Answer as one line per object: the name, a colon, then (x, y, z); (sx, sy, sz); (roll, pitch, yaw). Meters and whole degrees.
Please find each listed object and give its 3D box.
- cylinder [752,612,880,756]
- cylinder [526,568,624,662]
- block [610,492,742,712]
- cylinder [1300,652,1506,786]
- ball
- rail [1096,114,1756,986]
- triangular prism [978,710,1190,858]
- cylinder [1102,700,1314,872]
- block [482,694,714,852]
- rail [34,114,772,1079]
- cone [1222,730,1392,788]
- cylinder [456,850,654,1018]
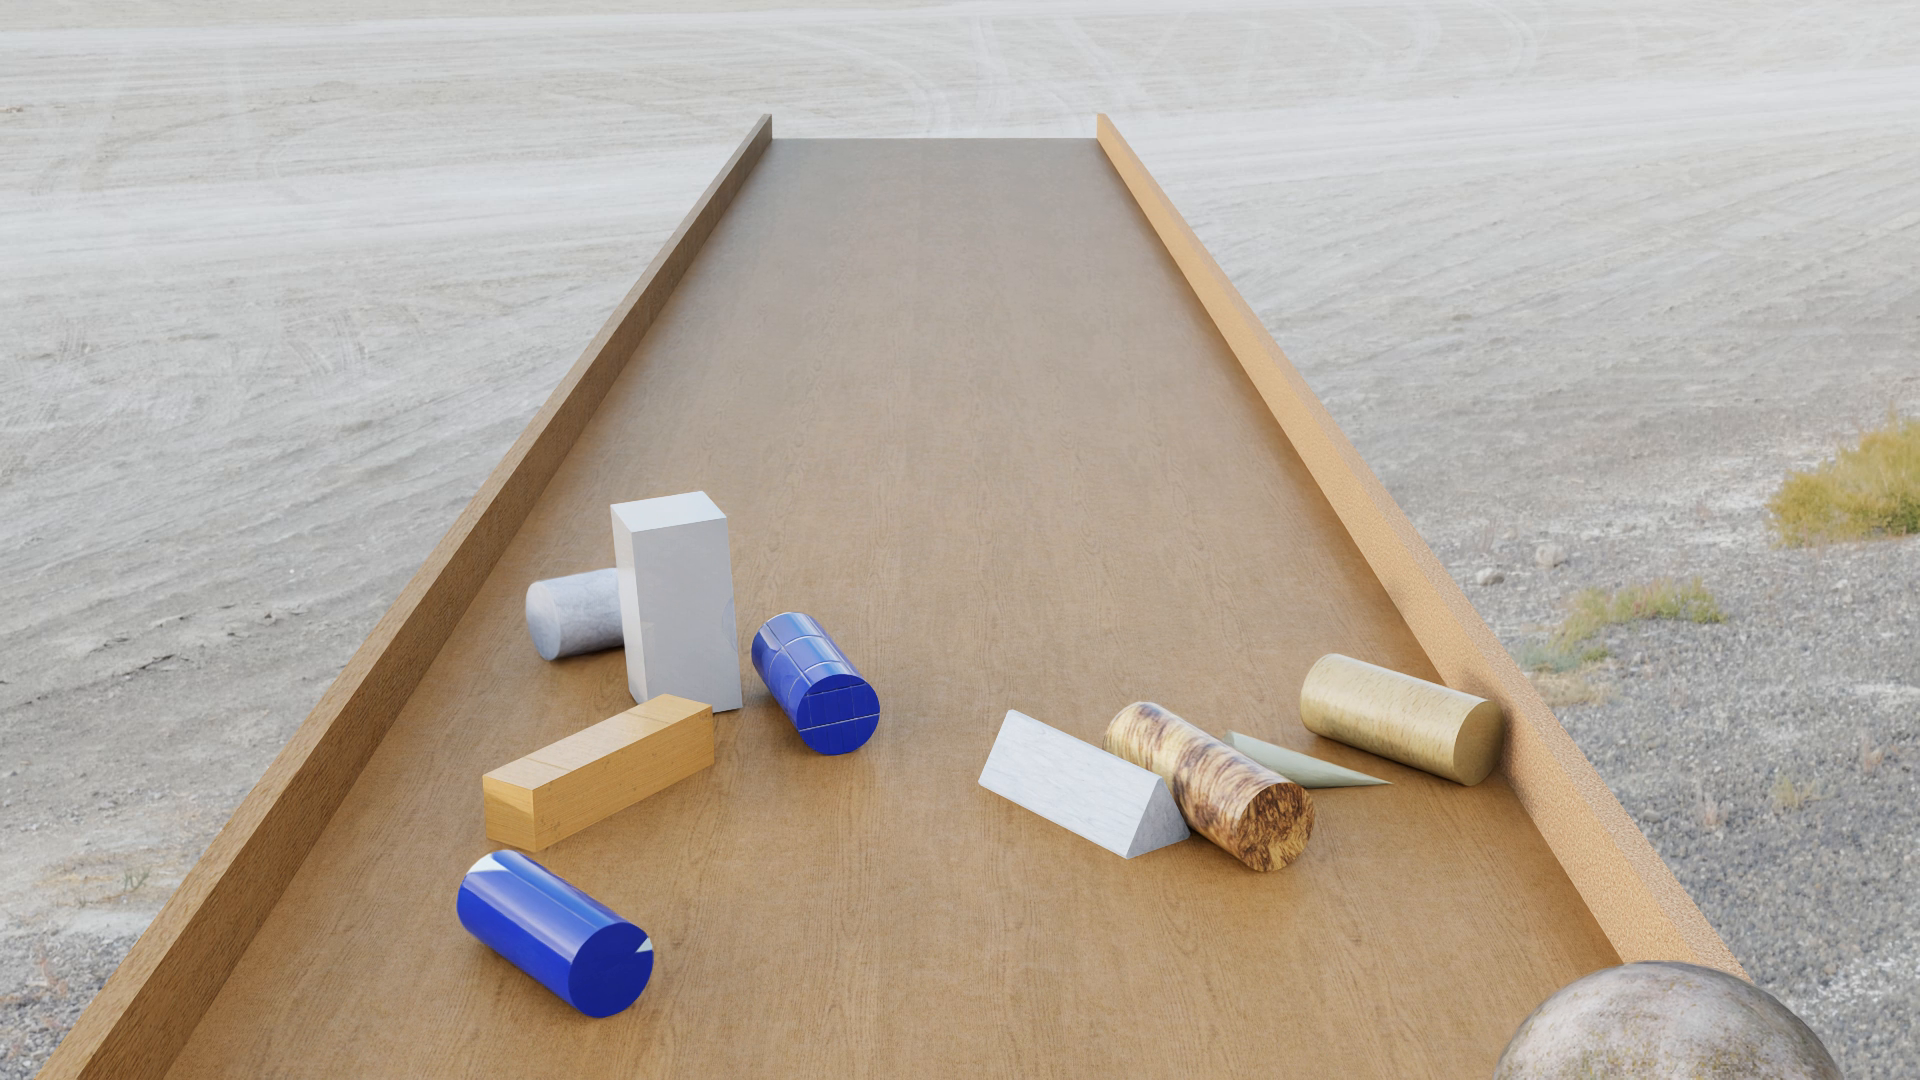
cylinder: (-0.272, 0.261, 4.079); (0.154, 0.154, 0.365); (-5, 17, -17)
cylinder: (-0.690, 0.135, 4.492); (0.350, 0.161, 0.161); (-11, 20, -34)
block: (-0.531, 0.124, 4.122); (0.178, 0.377, 0.178); (-9, 20, -19)
cylinder: (0.781, 0.315, 3.902); (0.153, 0.153, 0.332); (-15, 22, -40)
ball: (0.761, 0.650, 2.359); (0.390, 0.390, 0.390); (0, 17, 0)
rail: (0.932, -0.844, 7.801); (0.050, 0.150, 12.000); (0, 17, -1)
triangular prism: (0.204, 0.394, 3.678); (0.139, 0.121, 0.382); (-12, 21, -36)
cylinder: (0.402, 0.399, 3.623); (0.150, 0.150, 0.405); (-8, 19, -26)
block: (-0.604, 0.388, 3.729); (0.109, 0.109, 0.450); (11, 20, 32)
rail: (-1.118, -0.838, 7.780); (0.050, 0.150, 12.000); (0, 17, -1)
cone: (0.604, 0.400, 3.788); (0.303, 0.106, 0.106); (8, 16, -7)
cylinder: (-0.578, 0.555, 3.122); (0.136, 0.136, 0.312); (-14, 21, -38)
